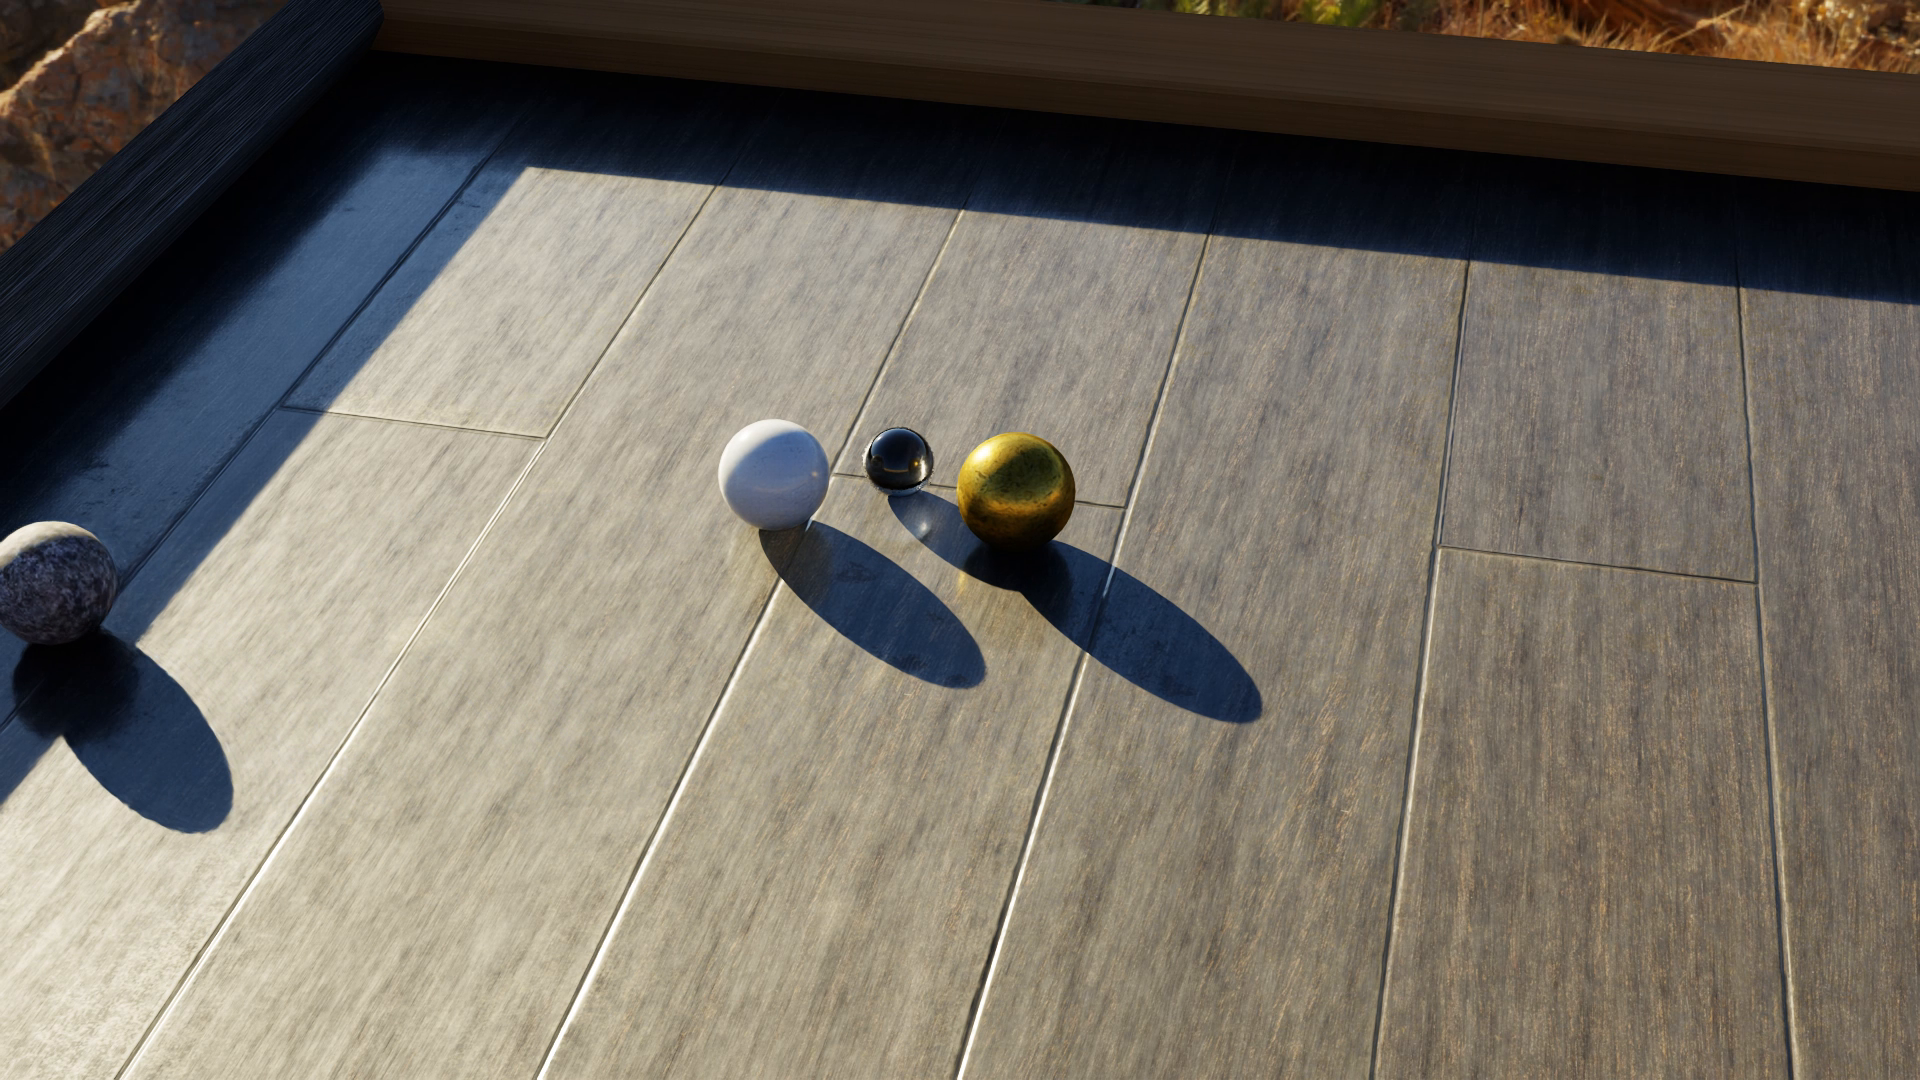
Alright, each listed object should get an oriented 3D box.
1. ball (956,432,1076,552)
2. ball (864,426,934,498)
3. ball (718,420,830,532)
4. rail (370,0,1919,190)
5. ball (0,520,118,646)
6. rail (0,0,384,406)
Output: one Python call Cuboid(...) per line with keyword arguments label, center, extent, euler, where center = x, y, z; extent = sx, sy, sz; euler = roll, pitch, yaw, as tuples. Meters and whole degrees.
Cuboid(label="ball", center=(0.044, -0.038, 2.031), extent=(0.094, 0.094, 0.094), euler=(0, 34, 0))
Cuboid(label="ball", center=(-0.050, -0.064, 2.102), extent=(0.058, 0.058, 0.058), euler=(0, 34, 0))
Cuboid(label="ball", center=(-0.149, -0.052, 2.056), extent=(0.090, 0.090, 0.090), euler=(0, 34, 0))
Cuboid(label="rail", center=(1.033, -0.381, 2.512), extent=(3.483, 0.123, 0.045), euler=(7, 35, 10))
Cuboid(label="ball", center=(-0.682, 0.032, 1.927), extent=(0.094, 0.094, 0.094), euler=(0, 34, 0))
Cuboid(label="rail", center=(-0.827, -0.123, 2.130), extent=(0.045, 0.123, 1.747), euler=(7, 35, 10))
